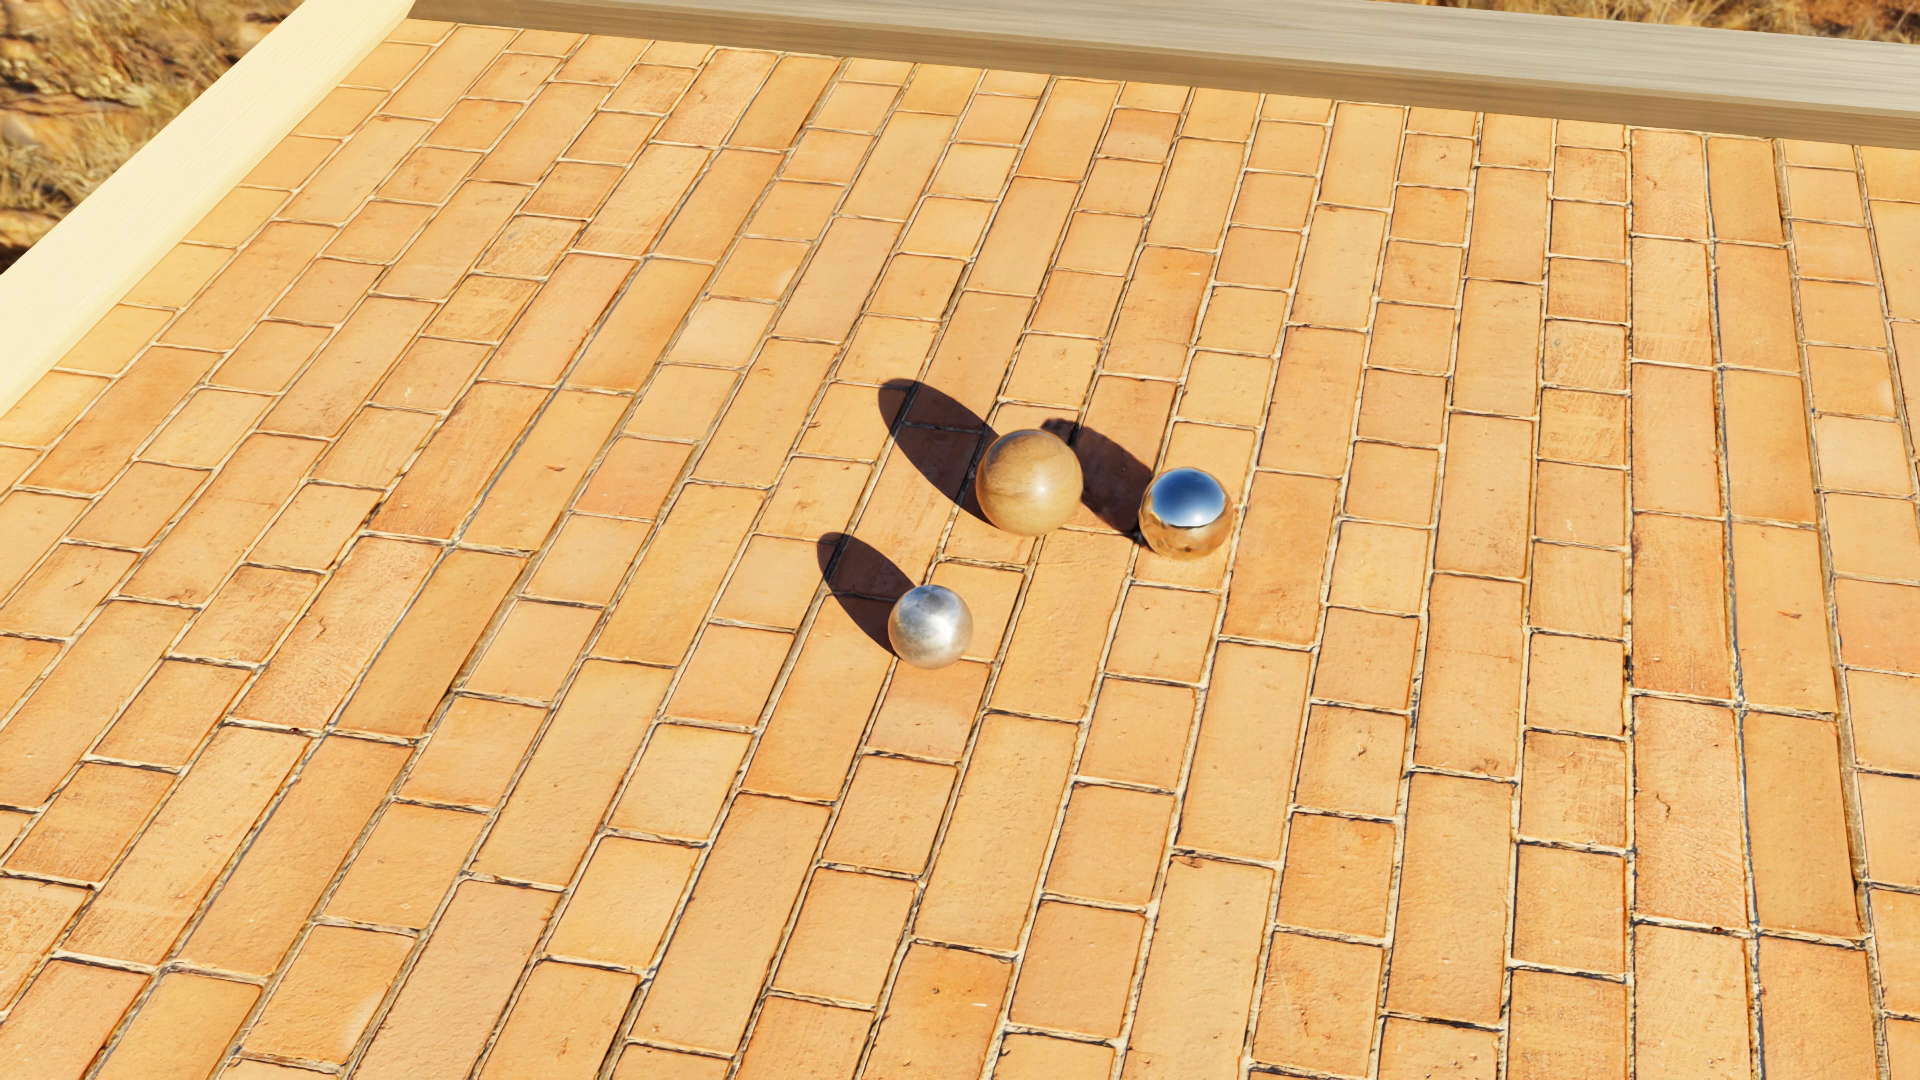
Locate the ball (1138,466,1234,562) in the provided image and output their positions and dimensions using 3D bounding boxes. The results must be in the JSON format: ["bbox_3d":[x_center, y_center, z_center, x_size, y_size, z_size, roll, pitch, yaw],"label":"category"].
[{"bbox_3d":[0.178,-0.020,2.022,0.075,0.075,0.075,0,34,0],"label":"ball"}]

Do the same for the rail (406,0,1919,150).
[{"bbox_3d":[1.044,-0.433,2.598,3.454,0.113,0.045,7,35,10],"label":"rail"}]

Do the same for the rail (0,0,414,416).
[{"bbox_3d":[-0.821,-0.115,2.127,0.045,0.113,1.944,7,35,10],"label":"rail"}]

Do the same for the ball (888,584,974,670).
[{"bbox_3d":[-0.022,0.065,1.906,0.064,0.064,0.064,0,34,0],"label":"ball"}]

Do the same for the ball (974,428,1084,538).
[{"bbox_3d":[0.055,-0.046,2.049,0.087,0.087,0.087,0,34,0],"label":"ball"}]
